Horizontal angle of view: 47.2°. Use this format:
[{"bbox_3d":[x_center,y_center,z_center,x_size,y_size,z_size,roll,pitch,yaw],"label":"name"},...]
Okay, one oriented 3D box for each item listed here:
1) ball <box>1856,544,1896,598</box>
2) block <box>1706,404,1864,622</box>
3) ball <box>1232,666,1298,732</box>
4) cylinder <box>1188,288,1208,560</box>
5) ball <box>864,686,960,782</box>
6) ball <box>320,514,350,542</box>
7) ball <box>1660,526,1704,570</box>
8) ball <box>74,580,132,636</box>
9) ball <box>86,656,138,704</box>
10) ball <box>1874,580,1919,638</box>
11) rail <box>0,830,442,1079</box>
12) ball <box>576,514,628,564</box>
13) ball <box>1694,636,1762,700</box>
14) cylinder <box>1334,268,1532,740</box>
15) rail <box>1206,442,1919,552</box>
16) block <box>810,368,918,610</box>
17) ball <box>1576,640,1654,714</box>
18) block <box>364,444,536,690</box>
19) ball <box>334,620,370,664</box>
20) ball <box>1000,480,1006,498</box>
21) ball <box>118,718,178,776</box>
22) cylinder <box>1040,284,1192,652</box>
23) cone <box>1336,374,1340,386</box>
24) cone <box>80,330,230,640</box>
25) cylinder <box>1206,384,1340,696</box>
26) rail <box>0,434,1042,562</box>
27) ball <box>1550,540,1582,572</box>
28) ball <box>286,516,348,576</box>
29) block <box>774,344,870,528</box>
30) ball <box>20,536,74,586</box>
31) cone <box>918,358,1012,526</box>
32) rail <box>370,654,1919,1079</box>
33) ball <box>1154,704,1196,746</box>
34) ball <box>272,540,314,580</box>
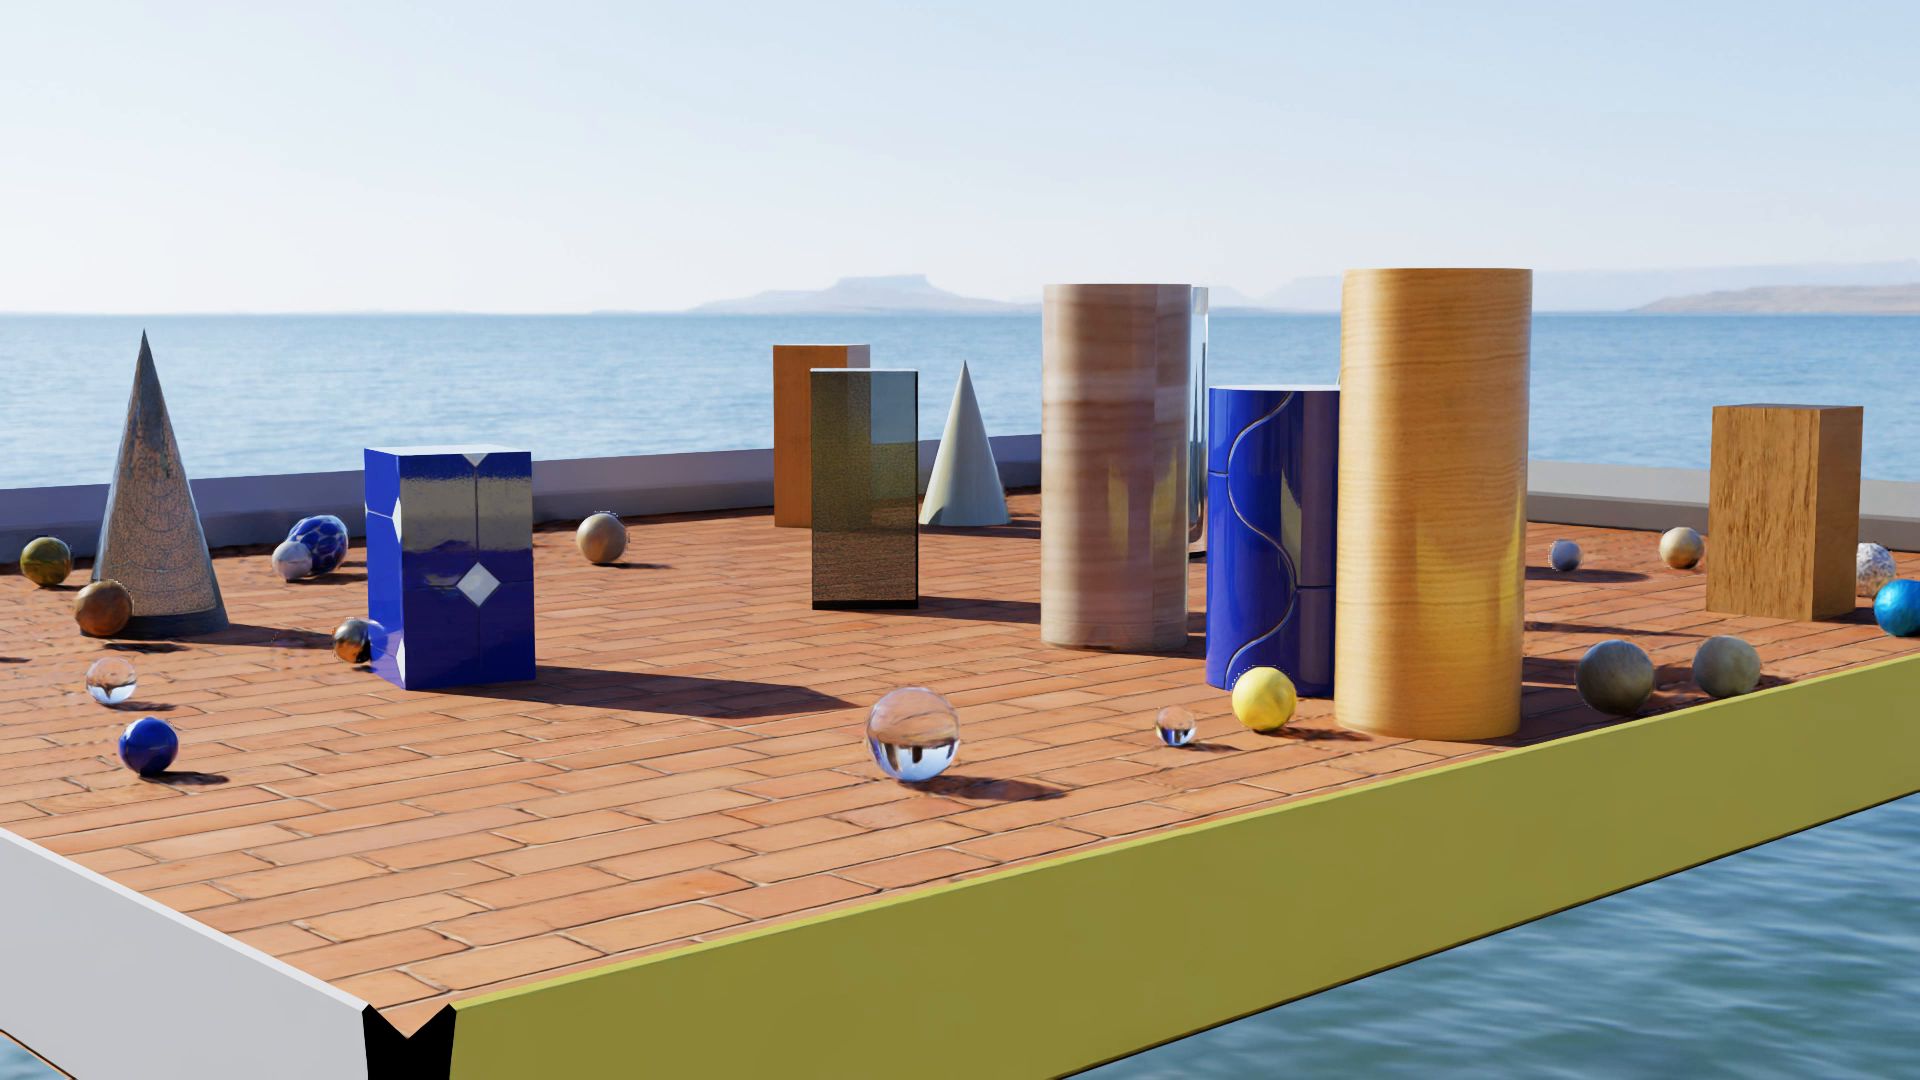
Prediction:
[{"bbox_3d":[1.414,0.047,3.428,0.085,0.085,0.085,0,6,0],"label":"ball"},{"bbox_3d":[1.220,-0.045,3.254,0.159,0.305,0.159,6,8,43],"label":"block"},{"bbox_3d":[0.324,0.169,2.337,0.068,0.068,0.068,0,6,0],"label":"ball"},{"bbox_3d":[0.351,-0.215,4.007,0.199,0.486,0.199,0,6,0],"label":"cylinder"},{"bbox_3d":[-0.045,0.184,2.083,0.091,0.091,0.091,0,6,0],"label":"ball"},{"bbox_3d":[-1.128,-0.003,3.906,0.085,0.085,0.085,0,6,0],"label":"ball"},{"bbox_3d":[1.244,0.014,3.791,0.074,0.074,0.074,0,6,0],"label":"ball"},{"bbox_3d":[-1.148,0.092,2.944,0.074,0.074,0.074,0,6,0],"label":"ball"},{"bbox_3d":[-0.963,0.159,2.496,0.054,0.054,0.054,0,6,0],"label":"ball"},{"bbox_3d":[1.292,0.093,3.002,0.080,0.080,0.080,0,6,0],"label":"ball"},{"bbox_3d":[-1.295,0.157,2.144,0.045,0.129,3.126,-5,8,-42],"label":"rail"},{"bbox_3d":[-0.631,-0.002,3.875,0.089,0.089,0.089,0,6,0],"label":"ball"},{"bbox_3d":[0.880,0.147,2.523,0.074,0.074,0.074,0,6,0],"label":"ball"},{"bbox_3d":[0.506,-0.045,2.361,0.199,0.488,0.199,0,6,0],"label":"cylinder"},{"bbox_3d":[1.295,-0.090,4.520,0.045,0.129,3.126,-5,8,-42],"label":"rail"},{"bbox_3d":[-0.146,-0.081,3.351,0.159,0.356,0.159,0,6,-4],"label":"block"},{"bbox_3d":[0.725,0.152,2.433,0.083,0.083,0.083,0,6,0],"label":"ball"},{"bbox_3d":[-0.622,0.028,2.681,0.159,0.277,0.159,-3,7,-29],"label":"block"},{"bbox_3d":[-0.756,0.127,2.753,0.056,0.056,0.056,0,6,0],"label":"ball"},{"bbox_3d":[0.053,-0.103,4.824,0.093,0.093,0.093,0,6,0],"label":"ball"},{"bbox_3d":[-0.781,0.199,2.116,0.055,0.055,0.055,0,6,0],"label":"ball"},{"bbox_3d":[0.208,-0.101,2.945,0.199,0.479,0.199,0,6,0],"label":"cylinder"},{"bbox_3d":[0.553,-0.070,3.212,0.199,0.363,0.199,0,6,0],"label":"cone"},{"bbox_3d":[-1.128,-0.085,3.063,0.199,0.423,0.199,0,6,0],"label":"cone"},{"bbox_3d":[0.395,-0.005,2.625,0.199,0.354,0.199,0,6,0],"label":"cylinder"},{"bbox_3d":[-1.044,-0.084,4.457,3.571,0.129,0.045,-5,8,-42],"label":"rail"},{"bbox_3d":[1.038,0.028,3.763,0.053,0.053,0.053,0,6,0],"label":"ball"},{"bbox_3d":[-1.087,0.010,3.716,0.099,0.099,0.099,0,6,0],"label":"ball"},{"bbox_3d":[-0.286,-0.219,4.583,0.159,0.375,0.159,2,6,15],"label":"block"},{"bbox_3d":[-1.478,0.035,3.561,0.080,0.080,0.080,0,6,0],"label":"ball"},{"bbox_3d":[0.010,-0.212,4.647,0.199,0.346,0.199,0,6,0],"label":"cone"},{"bbox_3d":[1.044,0.151,2.207,3.571,0.129,0.045,-5,8,-42],"label":"rail"},{"bbox_3d":[0.221,0.190,2.260,0.042,0.042,0.042,0,6,0],"label":"ball"},{"bbox_3d":[-1.105,0.034,3.639,0.066,0.066,0.066,0,6,0],"label":"ball"}]
